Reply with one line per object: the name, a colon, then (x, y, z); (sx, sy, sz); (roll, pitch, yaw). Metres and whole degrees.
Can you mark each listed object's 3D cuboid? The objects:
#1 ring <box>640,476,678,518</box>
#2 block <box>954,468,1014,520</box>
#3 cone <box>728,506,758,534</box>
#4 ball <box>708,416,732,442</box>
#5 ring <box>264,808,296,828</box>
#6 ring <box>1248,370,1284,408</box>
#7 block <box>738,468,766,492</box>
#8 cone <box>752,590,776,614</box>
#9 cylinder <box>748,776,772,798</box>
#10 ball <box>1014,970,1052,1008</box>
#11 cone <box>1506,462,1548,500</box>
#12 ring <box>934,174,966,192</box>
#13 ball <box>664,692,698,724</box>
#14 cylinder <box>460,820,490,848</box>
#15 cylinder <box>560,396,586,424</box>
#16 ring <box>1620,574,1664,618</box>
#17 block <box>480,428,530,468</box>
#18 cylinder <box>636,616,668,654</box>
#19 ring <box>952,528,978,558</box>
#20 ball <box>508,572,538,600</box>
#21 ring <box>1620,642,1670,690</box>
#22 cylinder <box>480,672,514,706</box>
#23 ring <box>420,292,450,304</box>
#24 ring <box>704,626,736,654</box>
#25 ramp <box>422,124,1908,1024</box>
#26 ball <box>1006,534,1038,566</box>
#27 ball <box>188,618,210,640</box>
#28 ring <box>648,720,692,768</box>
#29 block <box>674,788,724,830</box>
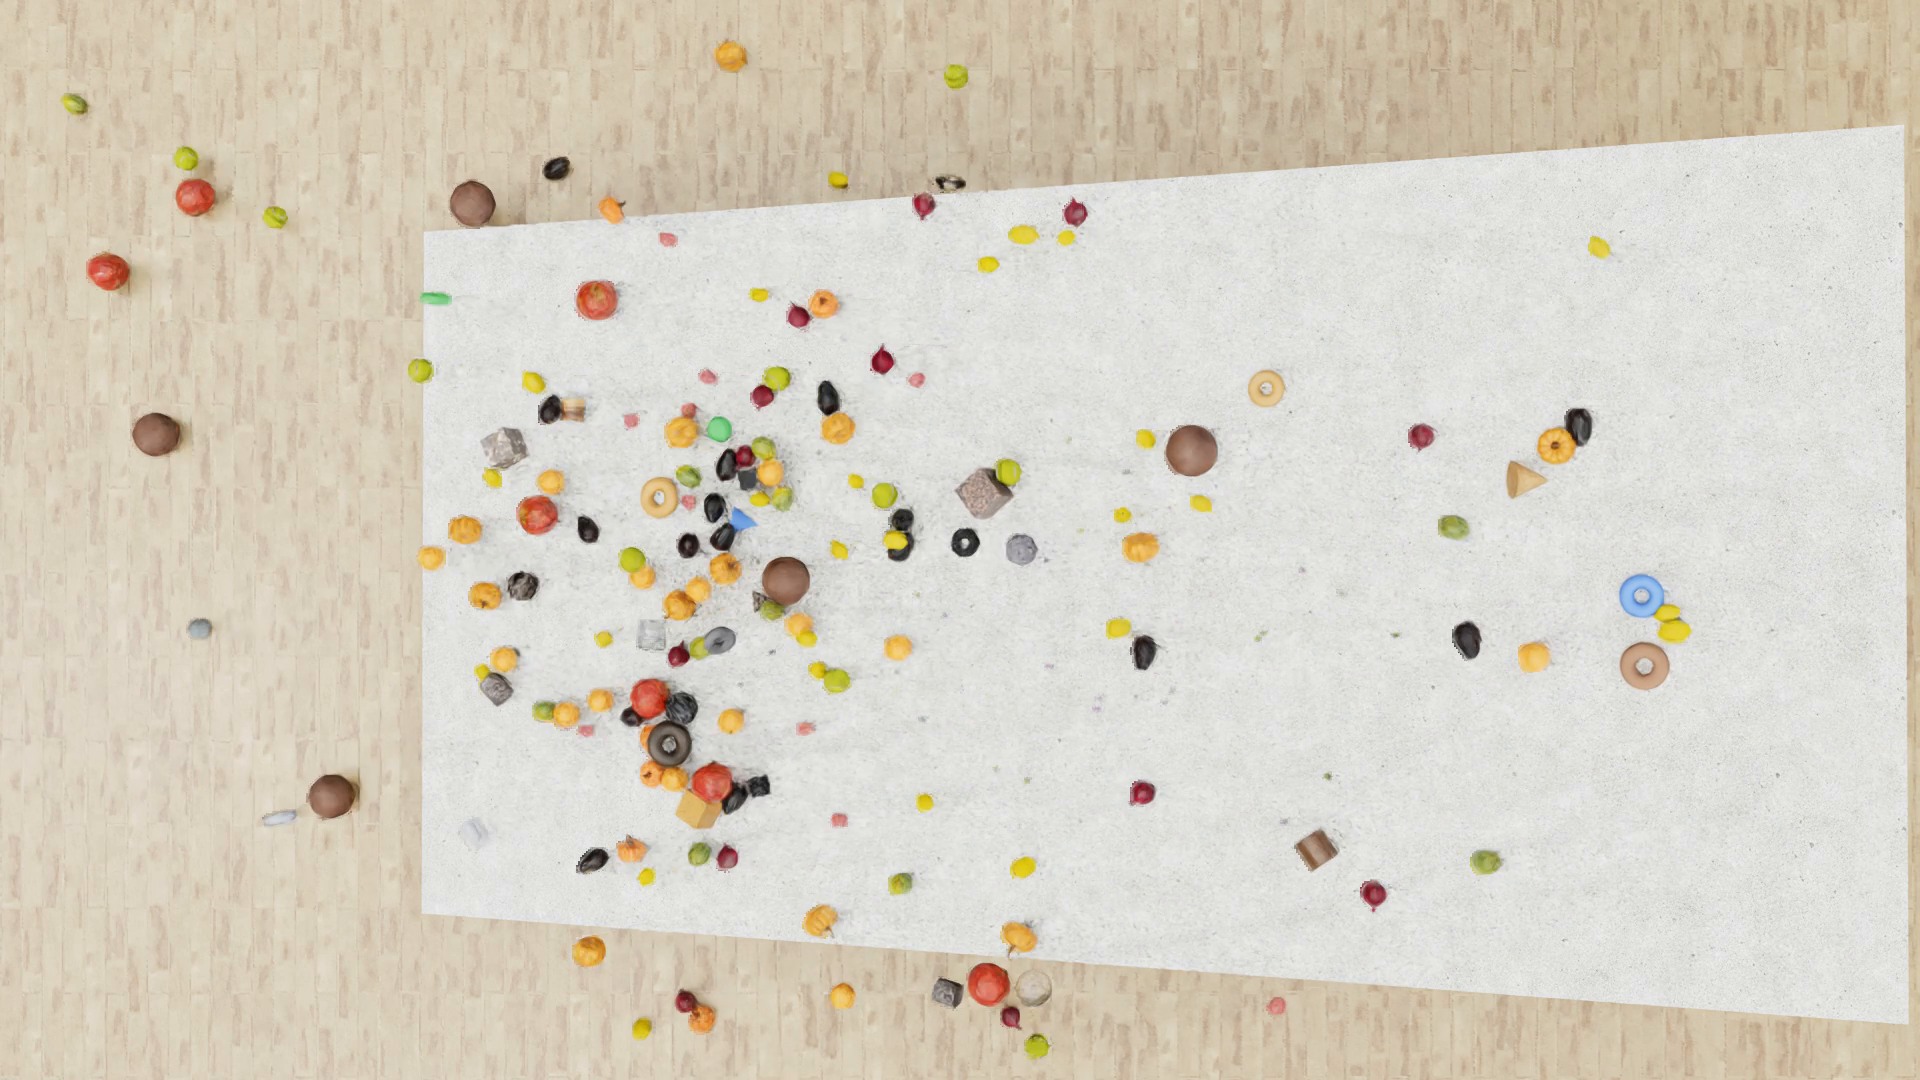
ring: (-0.837, -0.119, 6.122); (0.117, 0.039, 0.117); (0, 90, 22)
block: (0.063, -0.120, 5.708); (0.094, 0.094, 0.094); (-41, 75, 17)
cone: (-0.587, -0.048, 6.016); (0.077, 0.077, 0.077); (11, 89, -4)
ball: (-0.658, -0.303, 6.031); (0.070, 0.070, 0.070); (0, 89, 0)
ring: (-2.004, 0.820, 6.487); (0.094, 0.094, 0.031); (-23, 71, 0)
ring: (0.759, -0.375, 5.450); (0.094, 0.031, 0.094); (-1, 88, 22)
block: (-0.568, -0.163, 6.000); (0.052, 0.052, 0.052); (-11, 85, 23)
cone: (-0.530, 0.168, 5.993); (0.065, 0.065, 0.065); (-2, 89, -4)
cylinder: (-0.544, 0.671, 5.979); (0.053, 0.053, 0.053); (-11, 84, 0)
ball: (0.191, 1.166, 5.715); (0.098, 0.098, 0.098); (0, 89, 0)
cone: (1.348, -0.141, 5.191); (0.091, 0.091, 0.091); (0, 89, -4)
ring: (-0.026, -0.951, 5.854); (0.087, 0.087, 0.029); (9, 114, 0)
ball: (-0.767, 0.464, 6.057); (0.090, 0.090, 0.090); (0, 89, 0)
cylinder: (-1.398, 0.847, 6.335); (0.060, 0.060, 0.060); (-38, 74, 0)
cylinder: (-1.093, -0.368, 6.220); (0.063, 0.063, 0.063); (17, 112, 0)
ring: (1.579, 0.130, 5.093); (0.102, 0.034, 0.102); (1, 93, 25)
block: (-1.302, -0.264, 6.296); (0.084, 0.084, 0.084); (-27, 79, 20)
cylinder: (-0.854, 0.263, 6.103); (0.076, 0.076, 0.076); (18, 113, 0)
ring: (0.013, 0.007, 5.765); (0.079, 0.026, 0.079); (0, 91, 24)
ball: (-1.248, 0.132, 6.269); (0.084, 0.084, 0.084); (0, 89, 0)
ring: (1.584, 0.291, 5.088); (0.111, 0.037, 0.111); (-1, 88, 24)
cylinder: (-1.330, 0.428, 6.308); (0.069, 0.069, 0.069); (42, 89, 18)
ring: (-1.519, -0.699, 6.366); (0.083, 0.083, 0.028); (8, 102, 0)
ring: (-0.658, 0.275, 6.017); (0.091, 0.091, 0.030); (-29, 47, 0)
ramp: (0.283, 0.085, 5.718); (4.000, 0.100, 2.000); (0, 89, 23)
ball: (0.155, 0.025, 5.593); (0.081, 0.081, 0.081); (0, 89, 0)
ball: (-2.252, 0.264, 6.514); (0.062, 0.062, 0.062); (0, 89, 0)
ring: (-0.801, 0.562, 6.061); (0.129, 0.043, 0.129); (6, 78, -28)
block: (-0.715, 0.736, 6.032); (0.080, 0.080, 0.080); (31, 101, 27)
